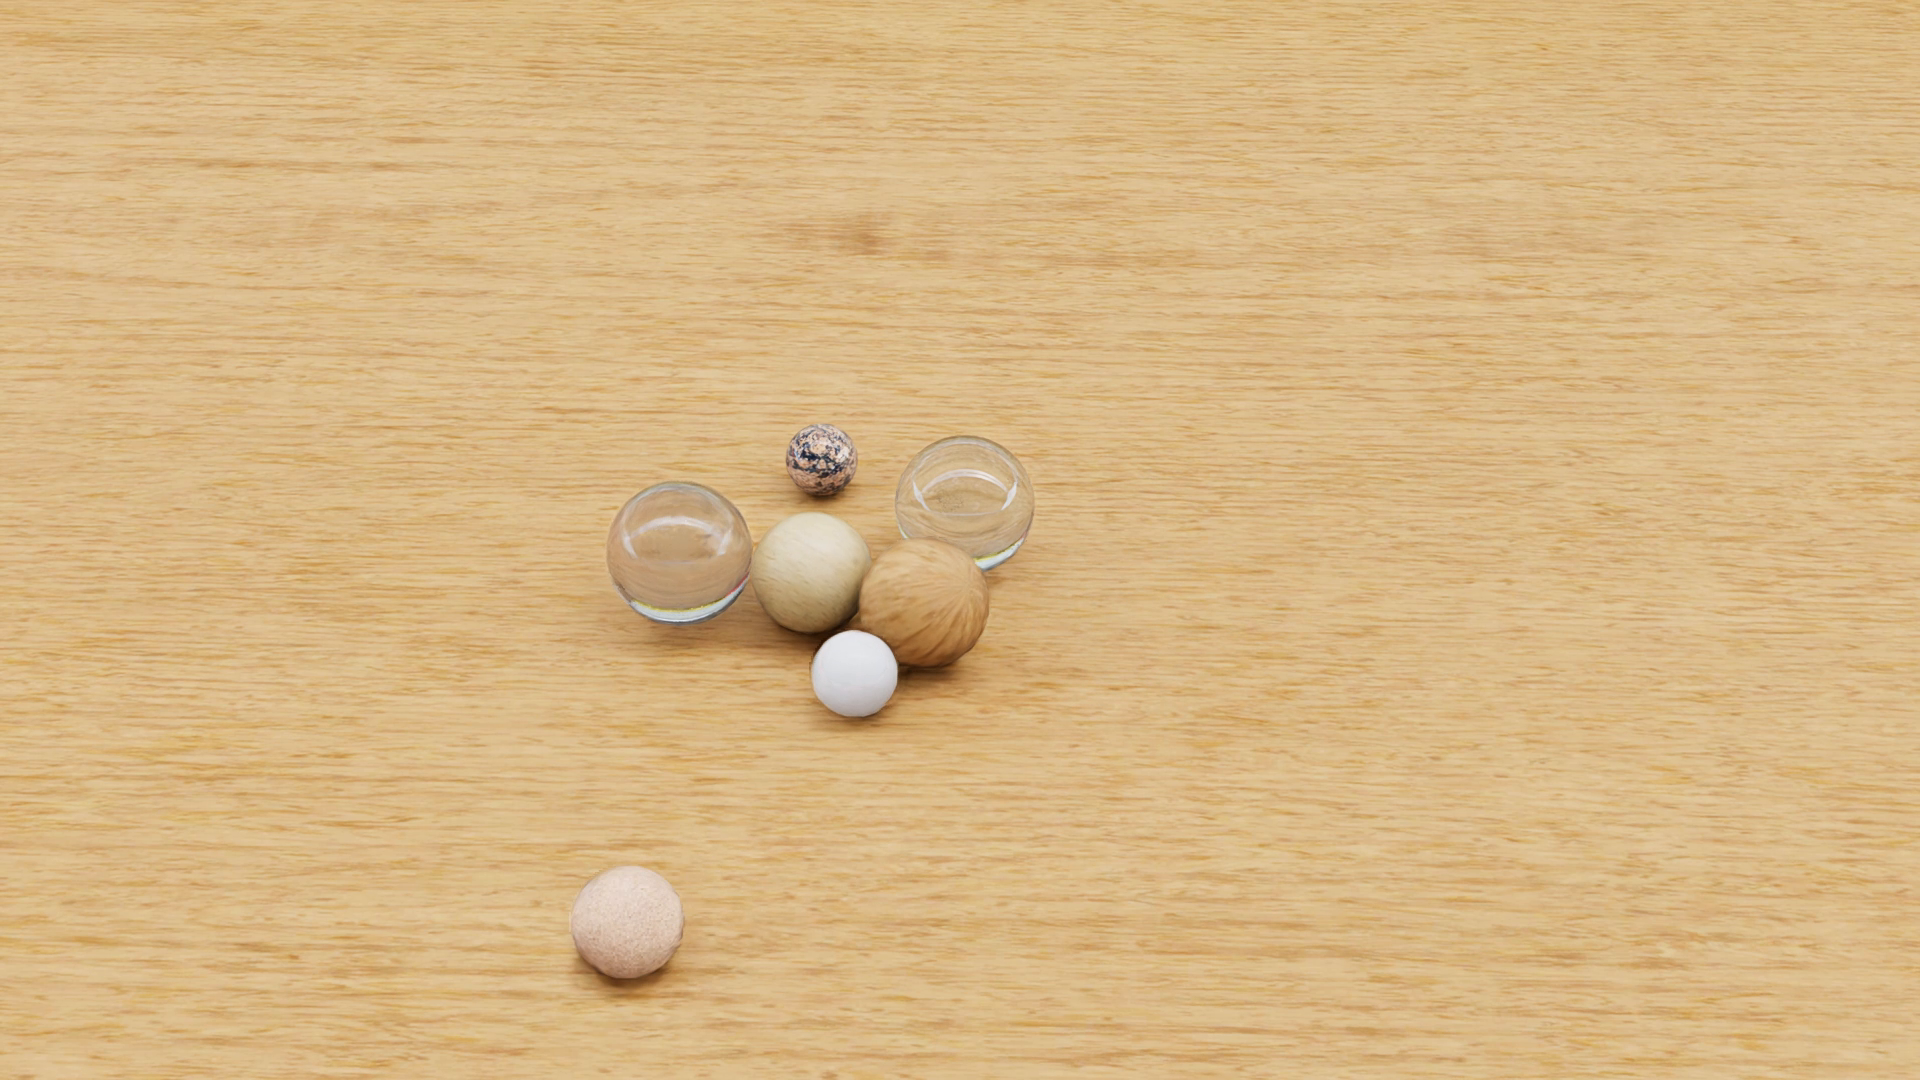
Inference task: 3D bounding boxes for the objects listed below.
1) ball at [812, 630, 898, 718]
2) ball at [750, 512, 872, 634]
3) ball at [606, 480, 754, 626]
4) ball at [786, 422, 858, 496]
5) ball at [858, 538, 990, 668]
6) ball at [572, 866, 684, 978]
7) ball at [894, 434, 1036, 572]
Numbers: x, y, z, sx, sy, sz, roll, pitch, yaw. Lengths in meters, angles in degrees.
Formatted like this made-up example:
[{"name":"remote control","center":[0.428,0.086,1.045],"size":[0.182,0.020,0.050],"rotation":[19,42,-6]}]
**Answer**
[{"name":"ball","center":[-0.062,0.079,1.510],"size":[0.051,0.051,0.051],"rotation":[0,36,0]},{"name":"ball","center":[-0.091,0.020,1.571],"size":[0.075,0.075,0.075],"rotation":[0,36,0]},{"name":"ball","center":[-0.172,0.008,1.574],"size":[0.090,0.090,0.090],"rotation":[0,36,0]},{"name":"ball","center":[-0.091,-0.053,1.692],"size":[0.048,0.048,0.048],"rotation":[0,36,0]},{"name":"ball","center":[-0.021,0.038,1.543],"size":[0.079,0.079,0.079],"rotation":[0,36,0]},{"name":"ball","center":[-0.173,0.199,1.340],"size":[0.059,0.059,0.059],"rotation":[0,36,0]},{"name":"ball","center":[0.003,-0.022,1.616],"size":[0.089,0.089,0.089],"rotation":[0,36,0]}]
